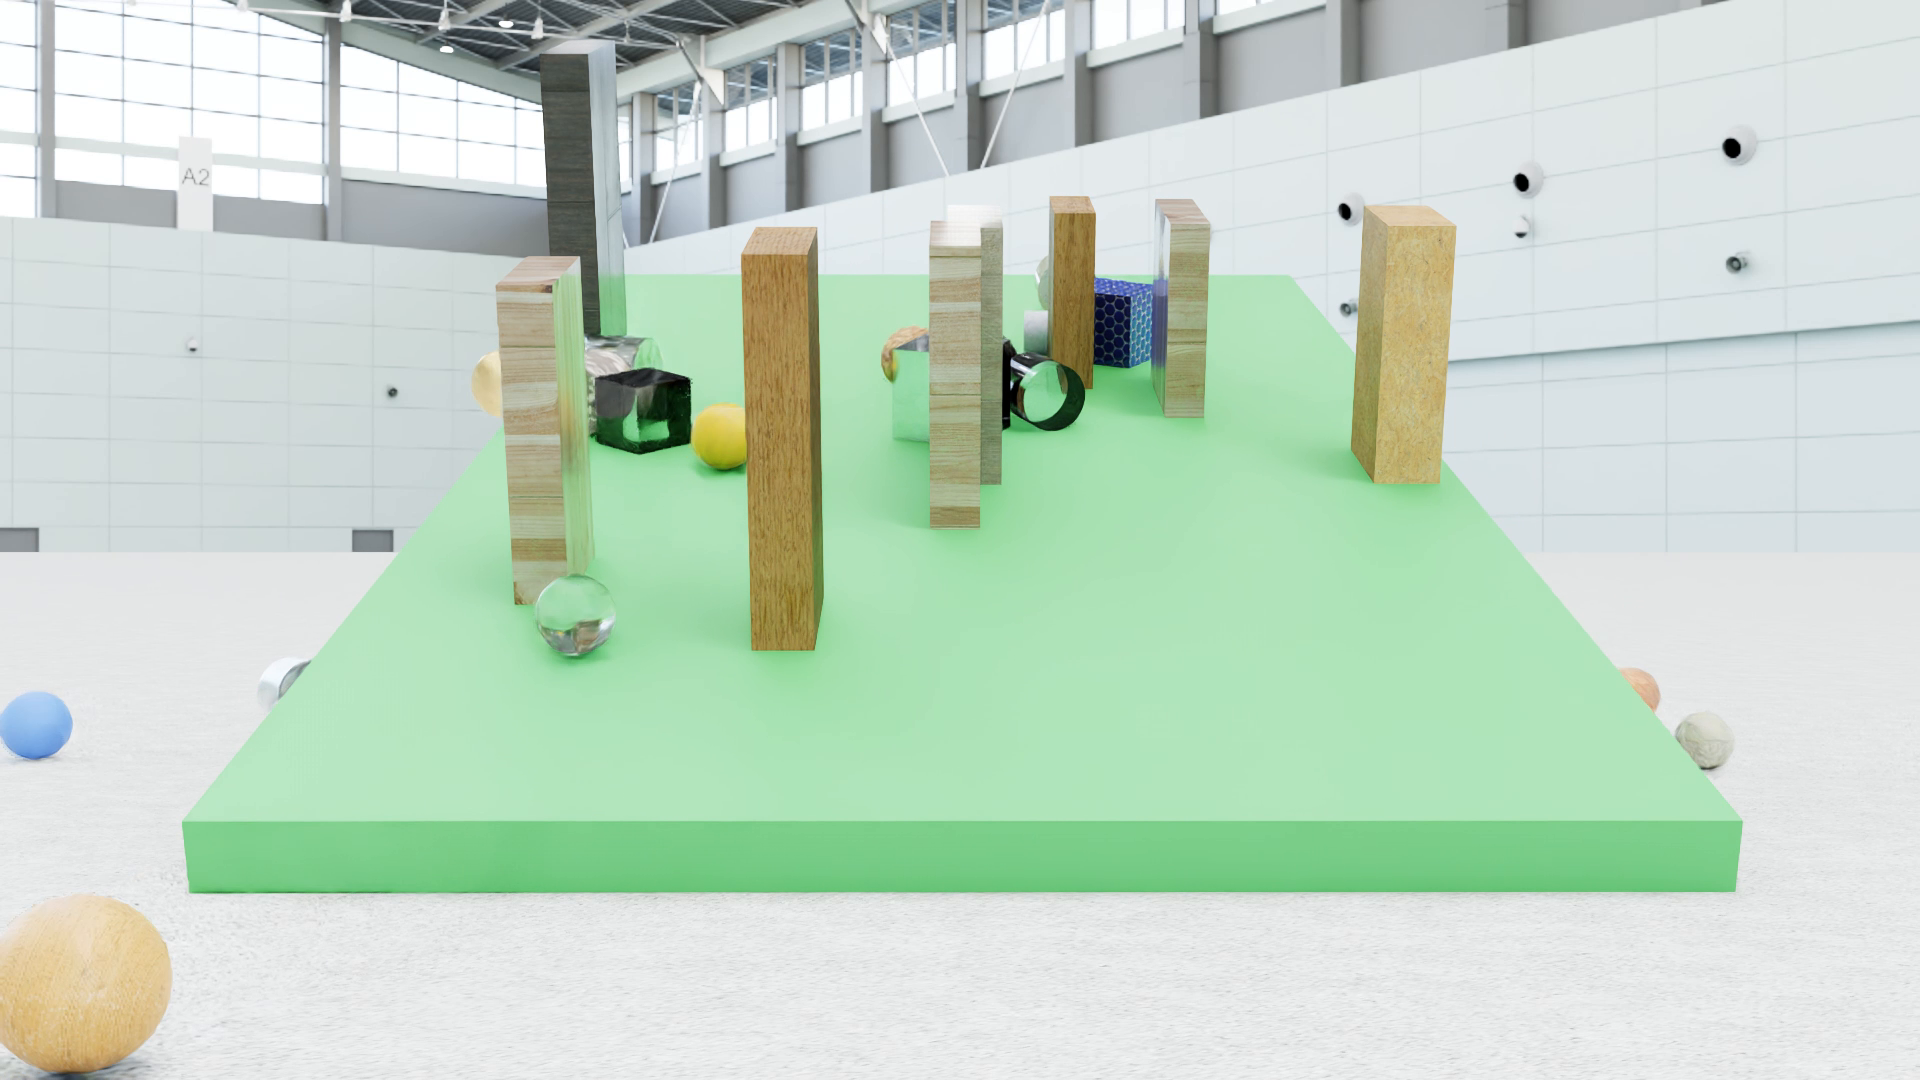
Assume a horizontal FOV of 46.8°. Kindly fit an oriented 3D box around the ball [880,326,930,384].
[{"bbox_3d":[-0.107,-0.420,5.154,0.154,0.154,0.154,0,0,0],"label":"ball"}]

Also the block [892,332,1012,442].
[{"bbox_3d":[-0.017,-0.325,4.773,0.194,0.194,0.194,7,18,21],"label":"block"}]

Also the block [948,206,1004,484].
[{"bbox_3d":[0.029,-0.396,4.463,0.107,0.510,0.299,0,17,0],"label":"block"}]

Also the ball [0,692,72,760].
[{"bbox_3d":[-1.941,0.389,4.664,0.143,0.143,0.143,0,0,0],"label":"ball"}]

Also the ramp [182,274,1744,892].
[{"bbox_3d":[-0.003,-0.171,4.771,2.000,0.100,4.000,0,17,0],"label":"ramp"}]

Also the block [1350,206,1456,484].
[{"bbox_3d":[0.887,-0.397,4.461,0.131,0.513,0.270,0,17,0],"label":"block"}]

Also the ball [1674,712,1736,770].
[{"bbox_3d":[1.486,0.401,4.431,0.117,0.117,0.117,0,0,0],"label":"ball"}]

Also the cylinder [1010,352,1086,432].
[{"bbox_3d":[0.177,-0.326,4.858,0.147,0.147,0.147,0,16,-23],"label":"cylinder"}]

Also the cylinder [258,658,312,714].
[{"bbox_3d":[-1.642,0.379,5.530,0.167,0.167,0.167,0,0,-34],"label":"cylinder"}]

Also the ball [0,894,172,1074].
[{"bbox_3d":[-0.751,0.378,1.892,0.151,0.151,0.151,0,0,0],"label":"ball"}]

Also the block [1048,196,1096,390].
[{"bbox_3d":[0.263,-0.592,5.277,0.095,0.412,0.283,0,17,0],"label":"block"}]

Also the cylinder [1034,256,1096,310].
[{"bbox_3d":[0.289,-0.693,6.038,0.166,0.166,0.166,0,17,-2],"label":"cylinder"}]

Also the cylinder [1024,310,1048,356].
[{"bbox_3d":[0.216,-0.518,5.555,0.111,0.111,0.111,1,0,3],"label":"cylinder"}]

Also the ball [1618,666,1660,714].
[{"bbox_3d":[1.669,0.389,5.534,0.148,0.148,0.148,0,0,0],"label":"ball"}]

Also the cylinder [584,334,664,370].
[{"bbox_3d":[-0.776,-0.370,4.954,0.174,0.174,0.174,5,1,15],"label":"cylinder"}]

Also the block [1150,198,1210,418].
[{"bbox_3d":[0.499,-0.533,5.052,0.087,0.432,0.380,0,17,0],"label":"block"}]

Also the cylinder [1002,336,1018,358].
[{"bbox_3d":[0.022,-0.372,4.977,0.165,0.165,0.165,-15,9,-40],"label":"cylinder"}]

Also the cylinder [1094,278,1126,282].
[{"bbox_3d":[0.340,-0.597,5.725,0.163,0.163,0.163,11,6,32],"label":"cylinder"}]

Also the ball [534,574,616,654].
[{"bbox_3d":[-0.595,0.115,3.434,0.125,0.125,0.125,0,0,0],"label":"ball"}]

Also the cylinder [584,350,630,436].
[{"bbox_3d":[-0.807,-0.316,4.797,0.162,0.162,0.162,0,16,16],"label":"cylinder"}]

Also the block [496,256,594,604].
[{"bbox_3d":[-0.693,-0.188,3.730,0.090,0.534,0.274,0,17,0],"label":"block"}]

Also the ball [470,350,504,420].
[{"bbox_3d":[-1.141,-0.393,5.589,0.179,0.179,0.179,0,0,0],"label":"ball"}]

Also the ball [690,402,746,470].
[{"bbox_3d":[-0.477,-0.211,4.493,0.136,0.136,0.136,0,0,0],"label":"ball"}]

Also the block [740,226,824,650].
[{"bbox_3d":[-0.276,-0.164,3.499,0.098,0.621,0.267,0,17,0],"label":"block"}]

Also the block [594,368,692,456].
[{"bbox_3d":[-0.668,-0.274,4.688,0.143,0.143,0.143,16,23,42],"label":"block"}]

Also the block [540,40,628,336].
[{"bbox_3d":[-0.893,-0.787,5.304,0.110,0.768,0.412,0,17,0],"label":"block"}]

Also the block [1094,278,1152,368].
[{"bbox_3d":[0.381,-0.538,5.505,0.178,0.178,0.178,10,19,29],"label":"block"}]

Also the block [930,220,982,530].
[{"bbox_3d":[-0.009,-0.314,4.160,0.093,0.527,0.292,0,17,0],"label":"block"}]
